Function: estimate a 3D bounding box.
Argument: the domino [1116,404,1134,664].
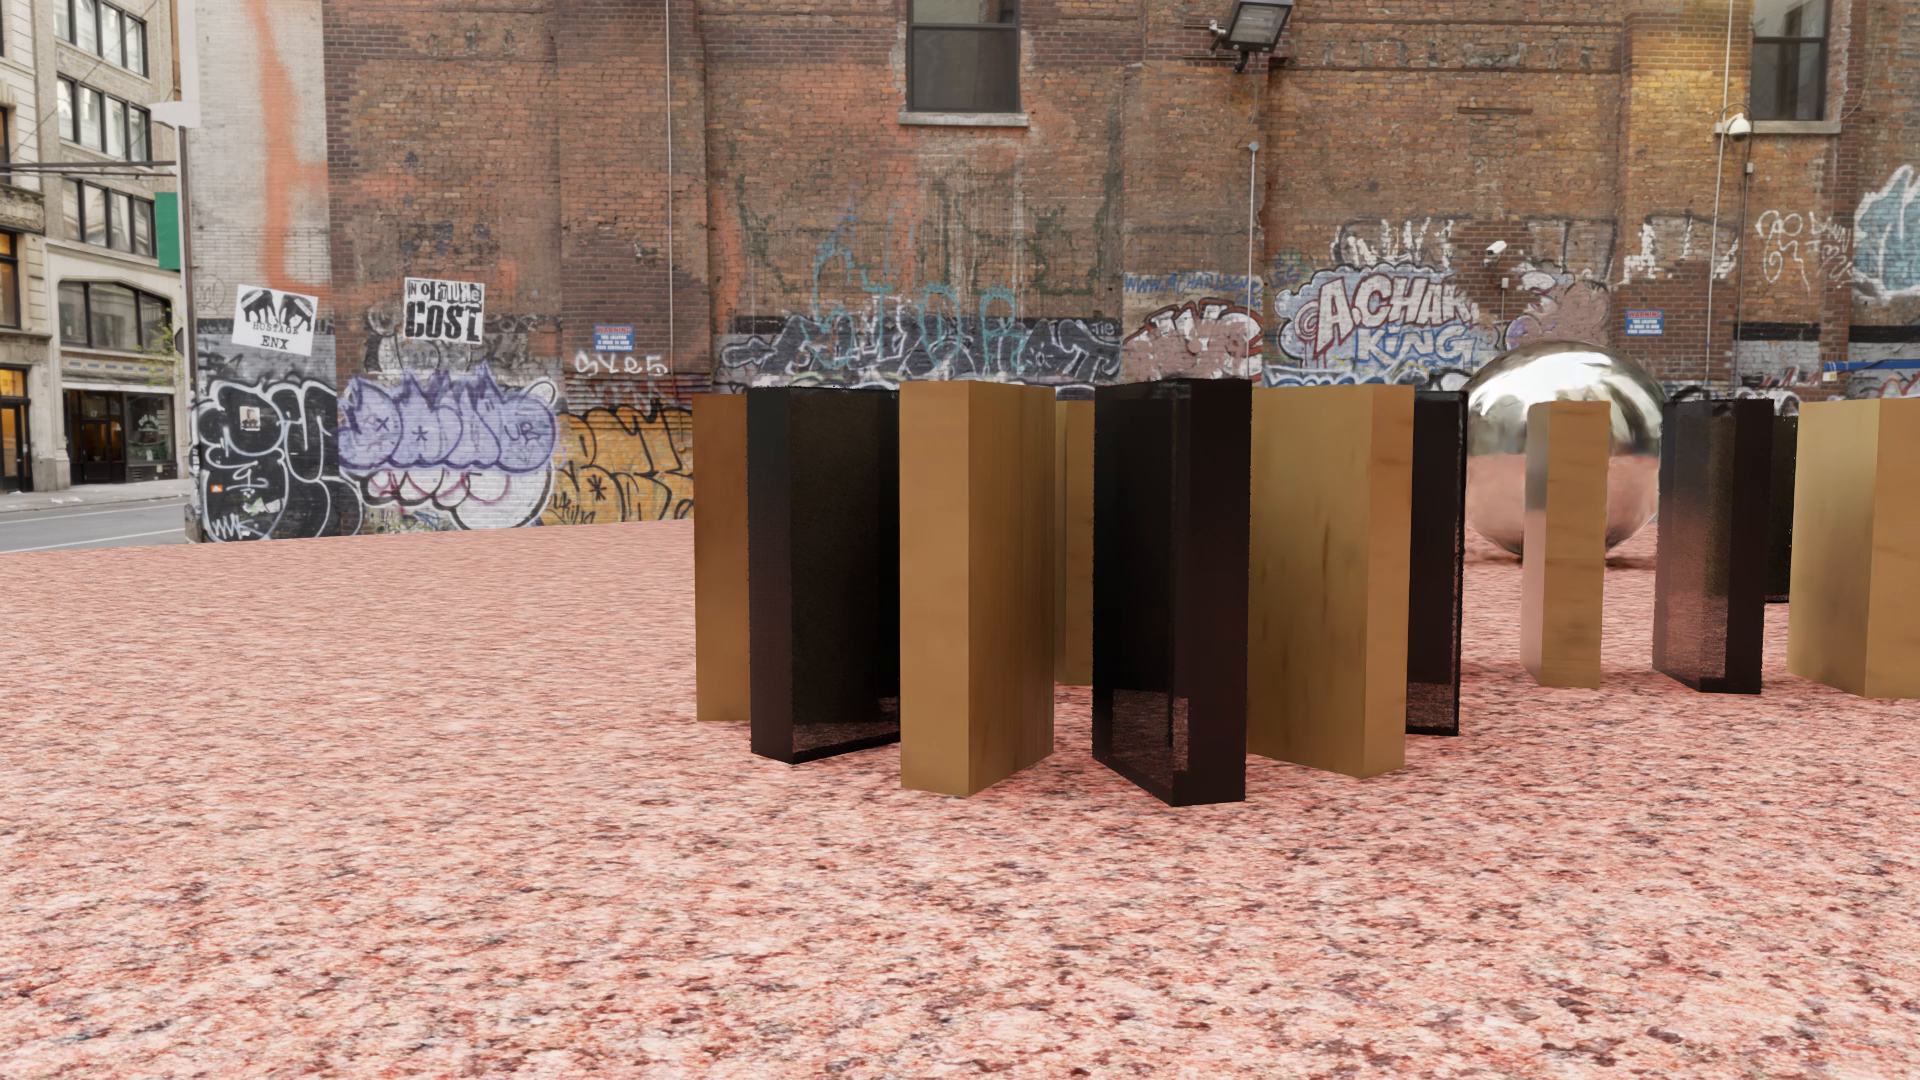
[{"bbox_3d":[0.030,-0.002,0.259,0.009,0.050,0.025,1,4,11],"label":"domino"}]

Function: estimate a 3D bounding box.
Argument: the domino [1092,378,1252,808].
[{"bbox_3d":[0.026,0.005,0.162,0.010,0.050,0.025,-1,4,-16],"label":"domino"}]

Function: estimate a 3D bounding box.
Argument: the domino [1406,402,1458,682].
[{"bbox_3d":[0.087,-0.001,0.242,0.009,0.050,0.025,1,4,17],"label":"domino"}]

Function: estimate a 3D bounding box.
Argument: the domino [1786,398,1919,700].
[{"bbox_3d":[0.158,0.001,0.225,0.009,0.050,0.025,0,4,6],"label":"domino"}]

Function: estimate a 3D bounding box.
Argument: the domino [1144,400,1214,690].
[{"bbox_3d":[0.042,0.000,0.232,0.010,0.050,0.025,2,5,28],"label":"domino"}]

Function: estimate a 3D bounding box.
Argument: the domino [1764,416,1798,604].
[{"bbox_3d":[0.227,-0.008,0.347,0.025,0.050,0.009,0,4,-5],"label":"domino"}]

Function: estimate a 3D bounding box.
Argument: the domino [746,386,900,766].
[{"bbox_3d":[-0.017,0.004,0.180,0.025,0.050,0.009,-4,6,-45],"label":"domino"}]

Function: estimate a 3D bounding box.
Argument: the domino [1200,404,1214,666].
[{"bbox_3d":[0.054,-0.002,0.255,0.009,0.050,0.025,1,5,18],"label":"domino"}]

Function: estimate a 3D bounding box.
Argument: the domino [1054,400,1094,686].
[{"bbox_3d":[0.020,0.000,0.237,0.009,0.050,0.025,-1,4,-14],"label":"domino"}]

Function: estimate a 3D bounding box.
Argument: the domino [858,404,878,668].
[{"bbox_3d":[-0.014,-0.001,0.246,0.025,0.050,0.010,3,5,35],"label":"domino"}]

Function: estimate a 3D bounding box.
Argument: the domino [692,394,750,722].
[{"bbox_3d":[-0.028,0.002,0.201,0.025,0.050,0.010,0,4,-6],"label":"domino"}]

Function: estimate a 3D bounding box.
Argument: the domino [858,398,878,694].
[{"bbox_3d":[-0.025,0.001,0.225,0.025,0.050,0.010,1,5,19],"label":"domino"}]

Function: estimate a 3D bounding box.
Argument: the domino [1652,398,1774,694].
[{"bbox_3d":[0.134,0.000,0.229,0.009,0.050,0.025,1,4,12],"label":"domino"}]

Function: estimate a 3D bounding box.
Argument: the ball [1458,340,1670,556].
[{"bbox_3d":[0.216,-0.032,0.466,0.080,0.080,0.080,0,4,0],"label":"ball"}]

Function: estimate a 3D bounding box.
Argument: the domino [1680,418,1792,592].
[{"bbox_3d":[0.224,-0.010,0.371,0.025,0.050,0.009,0,4,-5],"label":"domino"}]

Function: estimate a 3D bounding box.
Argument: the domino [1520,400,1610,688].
[{"bbox_3d":[0.110,0.000,0.235,0.010,0.050,0.025,1,4,16],"label":"domino"}]

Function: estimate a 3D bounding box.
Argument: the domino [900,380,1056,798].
[{"bbox_3d":[0.003,0.005,0.166,0.009,0.050,0.025,2,5,28],"label":"domino"}]

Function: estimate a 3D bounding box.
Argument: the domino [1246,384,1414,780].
[{"bbox_3d":[0.047,0.005,0.174,0.009,0.050,0.025,-4,6,-40],"label":"domino"}]

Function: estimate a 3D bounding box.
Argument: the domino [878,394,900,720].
[{"bbox_3d":[0.000,0.002,0.201,0.025,0.050,0.009,0,4,0],"label":"domino"}]

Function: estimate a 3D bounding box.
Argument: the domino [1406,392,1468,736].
[{"bbox_3d":[0.062,0.003,0.193,0.025,0.050,0.010,1,4,15],"label":"domino"}]
